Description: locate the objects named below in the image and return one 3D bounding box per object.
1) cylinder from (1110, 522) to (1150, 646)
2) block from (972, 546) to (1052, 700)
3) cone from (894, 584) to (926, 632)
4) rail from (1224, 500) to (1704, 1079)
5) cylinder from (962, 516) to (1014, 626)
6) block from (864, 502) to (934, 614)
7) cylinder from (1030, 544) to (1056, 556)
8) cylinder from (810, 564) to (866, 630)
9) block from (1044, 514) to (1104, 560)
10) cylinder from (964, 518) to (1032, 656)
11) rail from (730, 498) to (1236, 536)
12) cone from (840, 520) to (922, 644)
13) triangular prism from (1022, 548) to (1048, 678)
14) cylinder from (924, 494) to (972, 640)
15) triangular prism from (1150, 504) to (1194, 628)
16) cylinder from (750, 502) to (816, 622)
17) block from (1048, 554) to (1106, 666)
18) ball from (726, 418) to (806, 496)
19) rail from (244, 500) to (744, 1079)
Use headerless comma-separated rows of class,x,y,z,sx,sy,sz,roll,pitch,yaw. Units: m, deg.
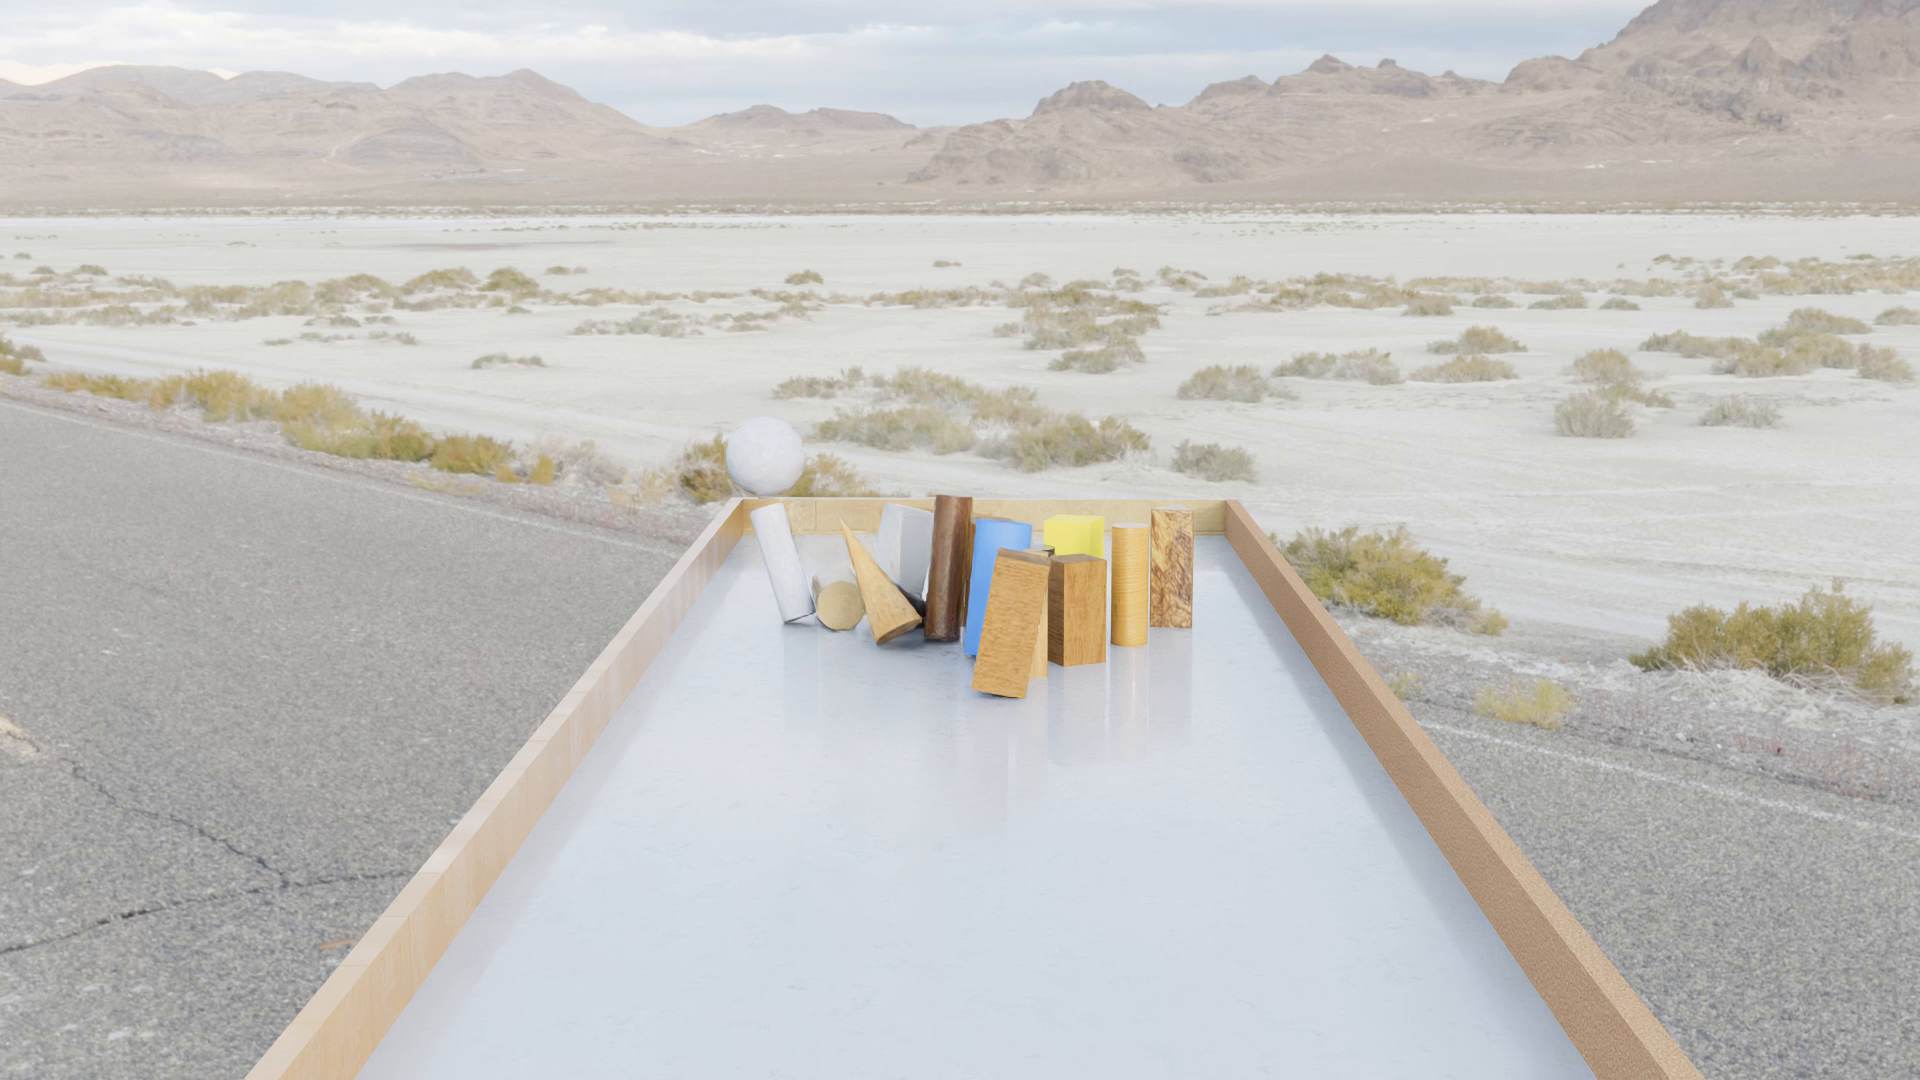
cylinder,0.535,0.140,6.925,0.118,0.376,0.118,0,9,0
block,0.145,0.234,6.220,0.153,0.387,0.153,11,10,2
cone,-0.108,0.247,7.197,0.321,0.165,0.165,11,-1,-43
rail,1.046,0.843,3.208,0.050,0.150,12.000,0,9,1
cylinder,0.092,0.108,7.223,0.171,0.347,0.171,0,9,0
block,-0.198,0.078,7.253,0.139,0.374,0.139,12,3,-28
cylinder,0.231,0.174,6.938,0.137,0.306,0.137,0,9,0
cylinder,-0.407,0.187,7.317,0.161,0.161,0.353,-1,9,-7
block,0.372,0.107,7.192,0.156,0.357,0.156,3,10,20
cylinder,0.116,0.148,6.706,0.172,0.409,0.172,5,3,0
rail,0.099,-0.098,9.147,2.100,0.150,0.050,0,9,1
cone,-0.288,0.106,6.939,0.167,0.417,0.167,-27,-11,-6
triangular prism,0.205,0.215,6.462,0.091,0.373,0.079,-2,9,-11
cylinder,-0.039,0.086,6.975,0.117,0.454,0.117,5,2,0
triangular prism,0.703,0.084,7.229,0.139,0.390,0.120,2,9,12
cylinder,-0.585,0.075,7.272,0.114,0.380,0.114,-17,-4,-1
block,0.345,0.211,6.677,0.146,0.314,0.146,-4,10,-26
ball,-0.657,-0.281,7.432,0.269,0.269,0.269,0,9,0
rail,-1.004,0.839,3.234,0.050,0.150,12.000,0,9,1
